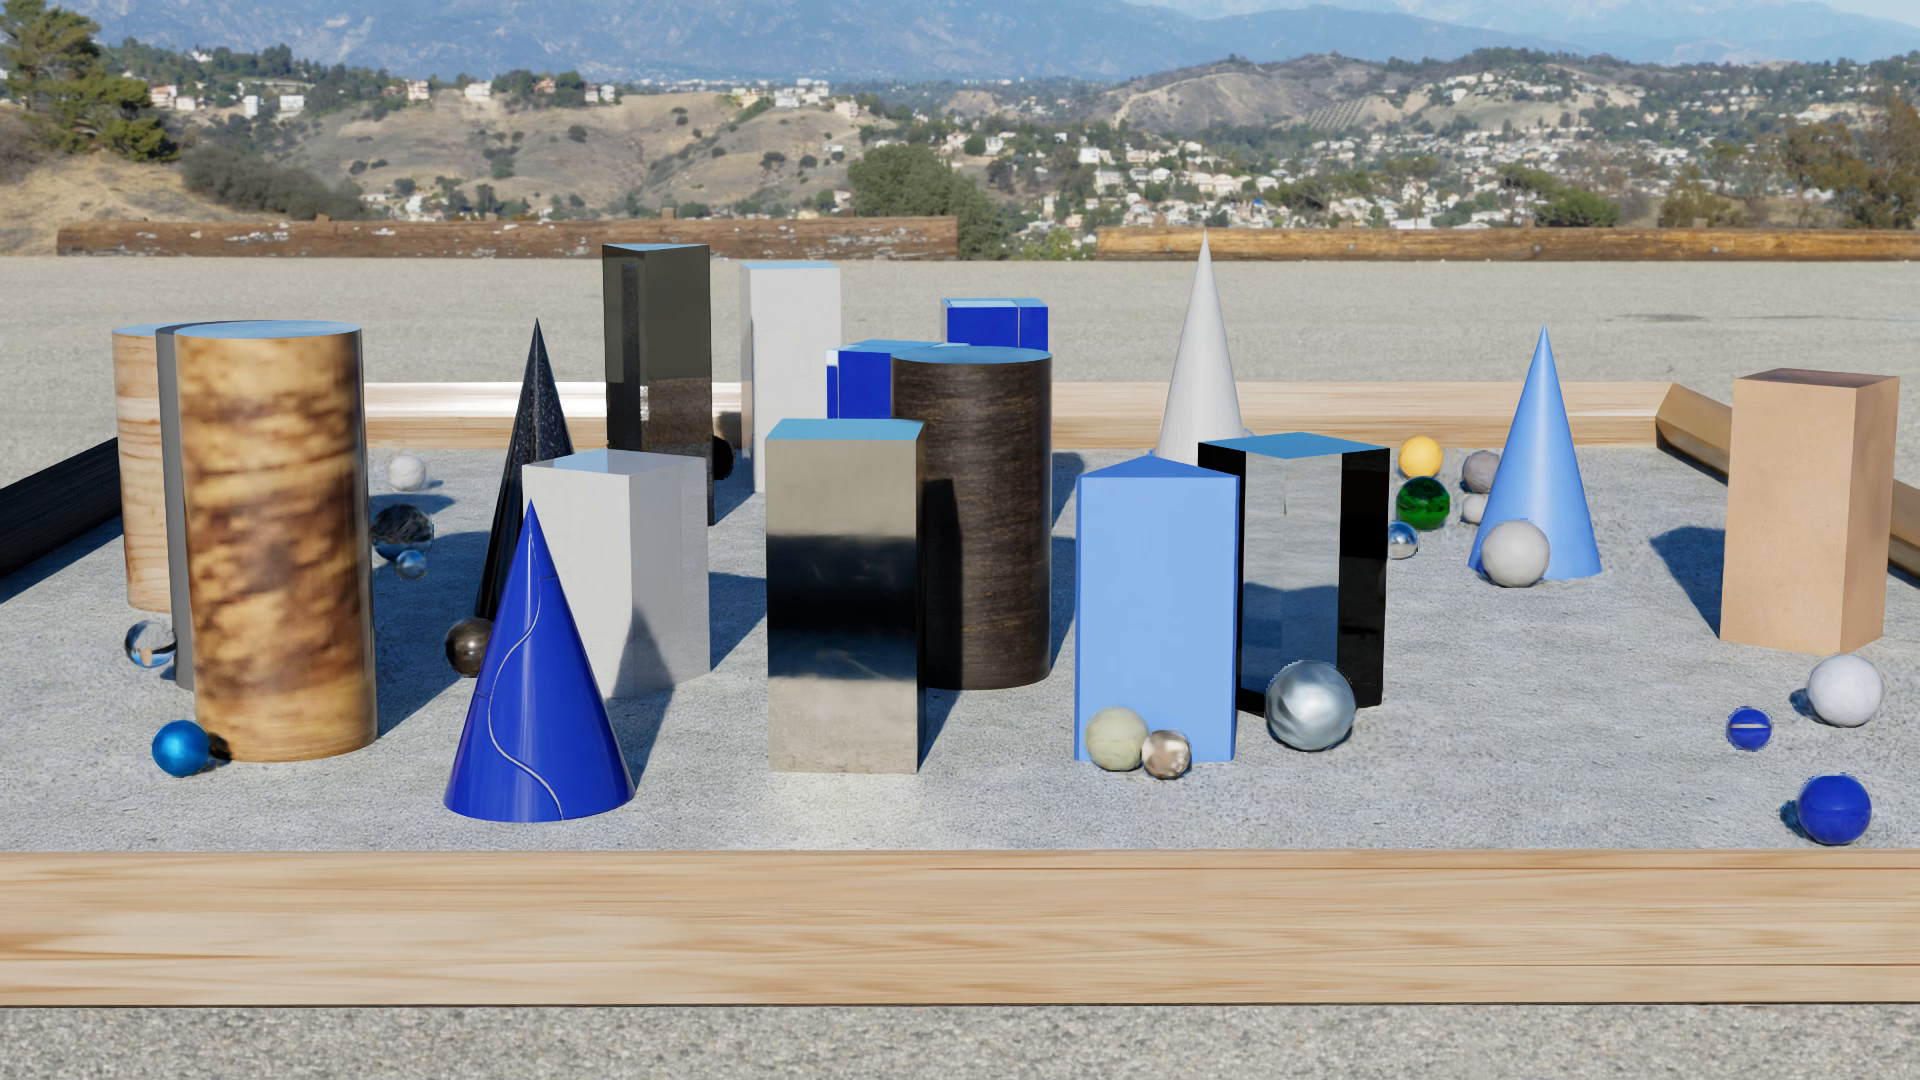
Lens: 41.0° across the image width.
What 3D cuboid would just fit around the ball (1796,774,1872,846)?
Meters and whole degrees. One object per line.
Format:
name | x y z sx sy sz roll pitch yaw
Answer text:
ball | 0.825 0.254 2.420 0.067 0.067 0.067 0 11 0

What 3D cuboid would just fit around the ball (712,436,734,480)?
ball | -0.440 -0.145 4.534 0.079 0.079 0.079 0 11 0

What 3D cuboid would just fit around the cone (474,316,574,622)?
cone | -0.559 -0.101 3.427 0.193 0.397 0.193 0 11 0

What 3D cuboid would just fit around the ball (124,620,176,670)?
ball | -0.952 0.123 3.015 0.058 0.058 0.058 0 11 0

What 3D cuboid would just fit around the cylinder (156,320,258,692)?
cylinder | -0.844 -0.042 3.049 0.193 0.420 0.193 0 11 0

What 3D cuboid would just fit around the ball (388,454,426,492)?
ball | -0.950 -0.114 4.407 0.065 0.065 0.065 0 11 0

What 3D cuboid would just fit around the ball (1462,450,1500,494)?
ball | 0.897 -0.116 4.389 0.074 0.074 0.074 0 11 0

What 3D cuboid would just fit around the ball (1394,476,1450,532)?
ball | 0.729 -0.057 4.042 0.087 0.087 0.087 0 11 0

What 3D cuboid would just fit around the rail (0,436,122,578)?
rail | -1.349 0.034 3.441 0.045 0.125 2.961 0 11 0

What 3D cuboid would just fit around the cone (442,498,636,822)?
cone | -0.424 0.107 2.560 0.193 0.305 0.193 0 11 0

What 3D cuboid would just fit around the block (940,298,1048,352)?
block | 0.052 -0.191 4.010 0.154 0.361 0.154 -1 11 -4

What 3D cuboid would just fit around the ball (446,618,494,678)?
ball | -0.580 0.129 3.079 0.072 0.072 0.072 0 11 0

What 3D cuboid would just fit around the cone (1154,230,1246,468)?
cone | 0.401 -0.284 4.239 0.193 0.460 0.193 0 11 0

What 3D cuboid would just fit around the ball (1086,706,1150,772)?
ball | 0.165 0.207 2.673 0.068 0.068 0.068 0 11 0

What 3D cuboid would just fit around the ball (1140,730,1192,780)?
ball | 0.212 0.220 2.640 0.051 0.051 0.051 0 11 0

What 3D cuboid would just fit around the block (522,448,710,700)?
block | -0.407 0.037 3.052 0.154 0.263 0.154 6 12 29

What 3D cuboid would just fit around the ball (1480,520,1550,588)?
ball | 0.781 0.019 3.604 0.096 0.096 0.096 0 11 0

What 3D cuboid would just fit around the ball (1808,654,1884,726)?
ball | 0.984 0.167 2.851 0.081 0.081 0.081 0 11 0

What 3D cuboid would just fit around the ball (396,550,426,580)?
ball | -0.783 0.035 3.660 0.044 0.044 0.044 0 11 0

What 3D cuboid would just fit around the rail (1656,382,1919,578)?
rail | 1.349 0.031 3.457 0.045 0.125 2.961 0 11 0

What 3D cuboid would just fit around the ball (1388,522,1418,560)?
ball | 0.652 0.001 3.812 0.055 0.055 0.055 0 11 0

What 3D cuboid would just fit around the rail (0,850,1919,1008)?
rail | 0.008 0.298 2.017 2.746 0.125 0.045 0 11 0

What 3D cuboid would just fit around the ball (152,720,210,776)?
ball | -0.806 0.216 2.654 0.057 0.057 0.057 0 11 0

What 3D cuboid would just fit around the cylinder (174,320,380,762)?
cylinder | -0.732 -0.003 2.759 0.193 0.448 0.193 0 11 0

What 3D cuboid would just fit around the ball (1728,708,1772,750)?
ball | 0.847 0.203 2.753 0.046 0.046 0.046 0 11 0

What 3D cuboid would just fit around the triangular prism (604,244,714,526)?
triangular prism | -0.499 -0.238 4.030 0.145 0.446 0.167 7 12 32

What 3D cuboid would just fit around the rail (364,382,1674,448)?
rail | -0.008 -0.234 4.881 2.746 0.125 0.045 0 11 0

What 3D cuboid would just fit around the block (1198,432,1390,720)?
block | 0.379 0.039 2.946 0.154 0.298 0.154 -7 13 -33

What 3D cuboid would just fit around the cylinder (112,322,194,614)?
cylinder | -1.046 -0.102 3.502 0.193 0.372 0.193 0 11 0

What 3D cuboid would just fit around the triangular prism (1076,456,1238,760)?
triangular prism | 0.206 0.071 2.760 0.167 0.304 0.145 0 11 0

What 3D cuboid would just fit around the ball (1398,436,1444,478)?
ball | 0.814 -0.144 4.531 0.079 0.079 0.079 0 11 0

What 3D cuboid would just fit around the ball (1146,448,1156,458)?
ball | 0.347 -0.119 4.390 0.080 0.080 0.080 0 11 0

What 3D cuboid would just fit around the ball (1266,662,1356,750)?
ball | 0.376 0.178 2.750 0.095 0.095 0.095 0 11 0

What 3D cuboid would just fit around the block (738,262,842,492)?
block | -0.295 -0.286 4.464 0.154 0.383 0.154 -2 11 -12

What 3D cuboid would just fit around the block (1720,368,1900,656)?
block | 1.079 -0.039 3.259 0.154 0.336 0.154 8 13 38

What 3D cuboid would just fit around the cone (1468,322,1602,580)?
cone | 0.842 -0.138 3.727 0.193 0.360 0.193 0 11 0

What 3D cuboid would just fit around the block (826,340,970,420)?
block | -0.087 -0.110 3.656 0.154 0.331 0.154 4 11 21

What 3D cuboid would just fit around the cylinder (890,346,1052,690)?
cylinder | 0.014 -0.030 3.077 0.193 0.386 0.193 0 11 0

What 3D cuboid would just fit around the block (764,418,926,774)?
block | -0.118 0.056 2.710 0.154 0.350 0.154 1 11 3

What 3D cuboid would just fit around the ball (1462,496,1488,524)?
ball | 0.826 -0.048 4.102 0.047 0.047 0.047 0 11 0

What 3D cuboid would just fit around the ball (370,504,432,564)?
ball | -0.823 -0.010 3.779 0.089 0.089 0.089 0 11 0
